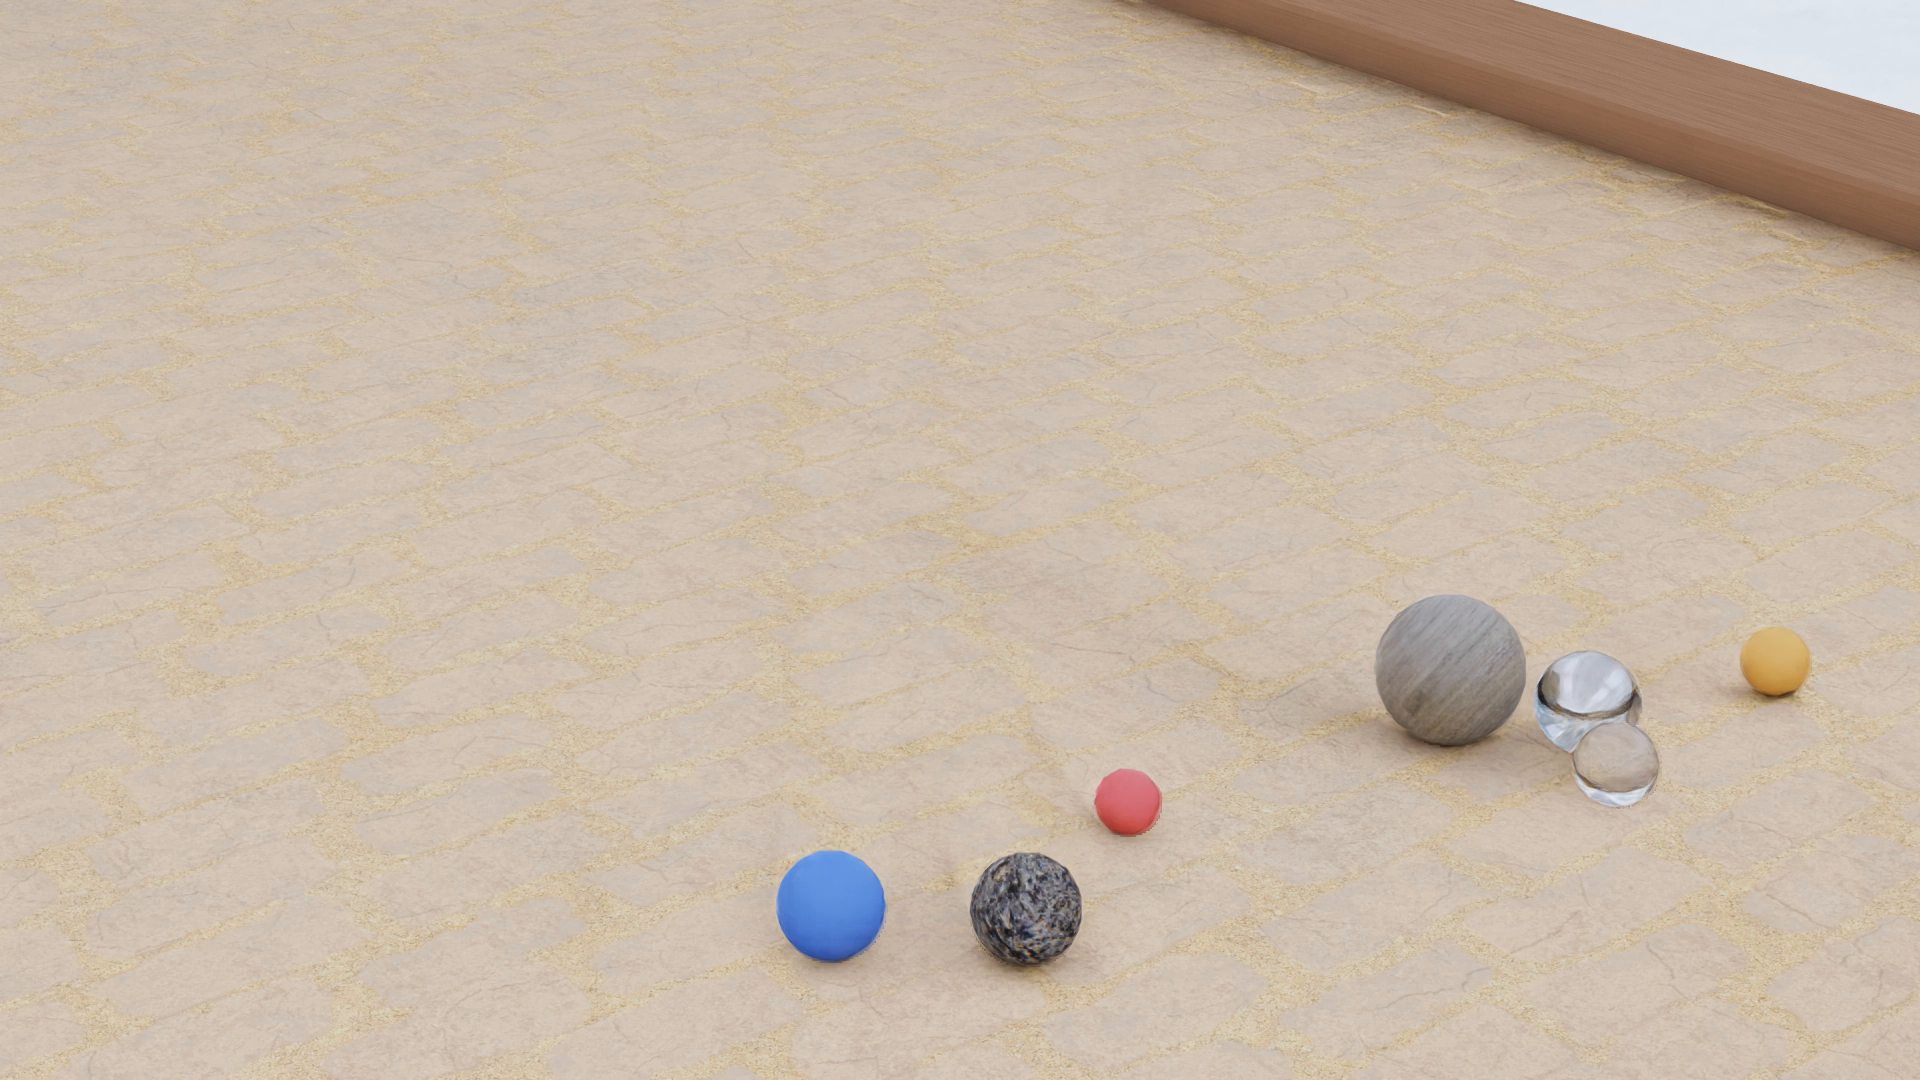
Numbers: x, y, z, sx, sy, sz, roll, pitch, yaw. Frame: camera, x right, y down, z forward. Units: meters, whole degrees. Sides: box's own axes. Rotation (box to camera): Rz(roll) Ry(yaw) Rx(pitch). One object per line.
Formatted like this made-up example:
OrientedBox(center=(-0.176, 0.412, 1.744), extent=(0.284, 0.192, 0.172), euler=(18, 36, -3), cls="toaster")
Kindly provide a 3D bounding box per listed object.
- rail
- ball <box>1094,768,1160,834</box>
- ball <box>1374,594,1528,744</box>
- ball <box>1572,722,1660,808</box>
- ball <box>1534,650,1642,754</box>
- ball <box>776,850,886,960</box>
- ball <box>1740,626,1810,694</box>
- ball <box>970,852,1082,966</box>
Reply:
OrientedBox(center=(0.323, -0.656, 3.461), extent=(0.045, 0.128, 3.940), euler=(-18, 30, -33), cls="rail")
OrientedBox(center=(0.104, 0.162, 1.826), extent=(0.041, 0.041, 0.041), euler=(0, 25, 0), cls="ball")
OrientedBox(center=(0.321, 0.084, 1.923), extent=(0.099, 0.099, 0.099), euler=(0, 25, 0), cls="ball")
OrientedBox(center=(0.414, 0.141, 1.855), extent=(0.054, 0.054, 0.054), euler=(0, 25, 0), cls="ball")
OrientedBox(center=(0.408, 0.106, 1.913), extent=(0.069, 0.069, 0.069), euler=(0, 25, 0), cls="ball")
OrientedBox(center=(-0.075, 0.211, 1.697), extent=(0.063, 0.063, 0.063), euler=(0, 25, 0), cls="ball")
OrientedBox(center=(0.552, 0.082, 1.991), extent=(0.046, 0.046, 0.046), euler=(0, 25, 0), cls="ball")
OrientedBox(center=(0.038, 0.212, 1.692), extent=(0.065, 0.065, 0.065), euler=(0, 25, 0), cls="ball")
